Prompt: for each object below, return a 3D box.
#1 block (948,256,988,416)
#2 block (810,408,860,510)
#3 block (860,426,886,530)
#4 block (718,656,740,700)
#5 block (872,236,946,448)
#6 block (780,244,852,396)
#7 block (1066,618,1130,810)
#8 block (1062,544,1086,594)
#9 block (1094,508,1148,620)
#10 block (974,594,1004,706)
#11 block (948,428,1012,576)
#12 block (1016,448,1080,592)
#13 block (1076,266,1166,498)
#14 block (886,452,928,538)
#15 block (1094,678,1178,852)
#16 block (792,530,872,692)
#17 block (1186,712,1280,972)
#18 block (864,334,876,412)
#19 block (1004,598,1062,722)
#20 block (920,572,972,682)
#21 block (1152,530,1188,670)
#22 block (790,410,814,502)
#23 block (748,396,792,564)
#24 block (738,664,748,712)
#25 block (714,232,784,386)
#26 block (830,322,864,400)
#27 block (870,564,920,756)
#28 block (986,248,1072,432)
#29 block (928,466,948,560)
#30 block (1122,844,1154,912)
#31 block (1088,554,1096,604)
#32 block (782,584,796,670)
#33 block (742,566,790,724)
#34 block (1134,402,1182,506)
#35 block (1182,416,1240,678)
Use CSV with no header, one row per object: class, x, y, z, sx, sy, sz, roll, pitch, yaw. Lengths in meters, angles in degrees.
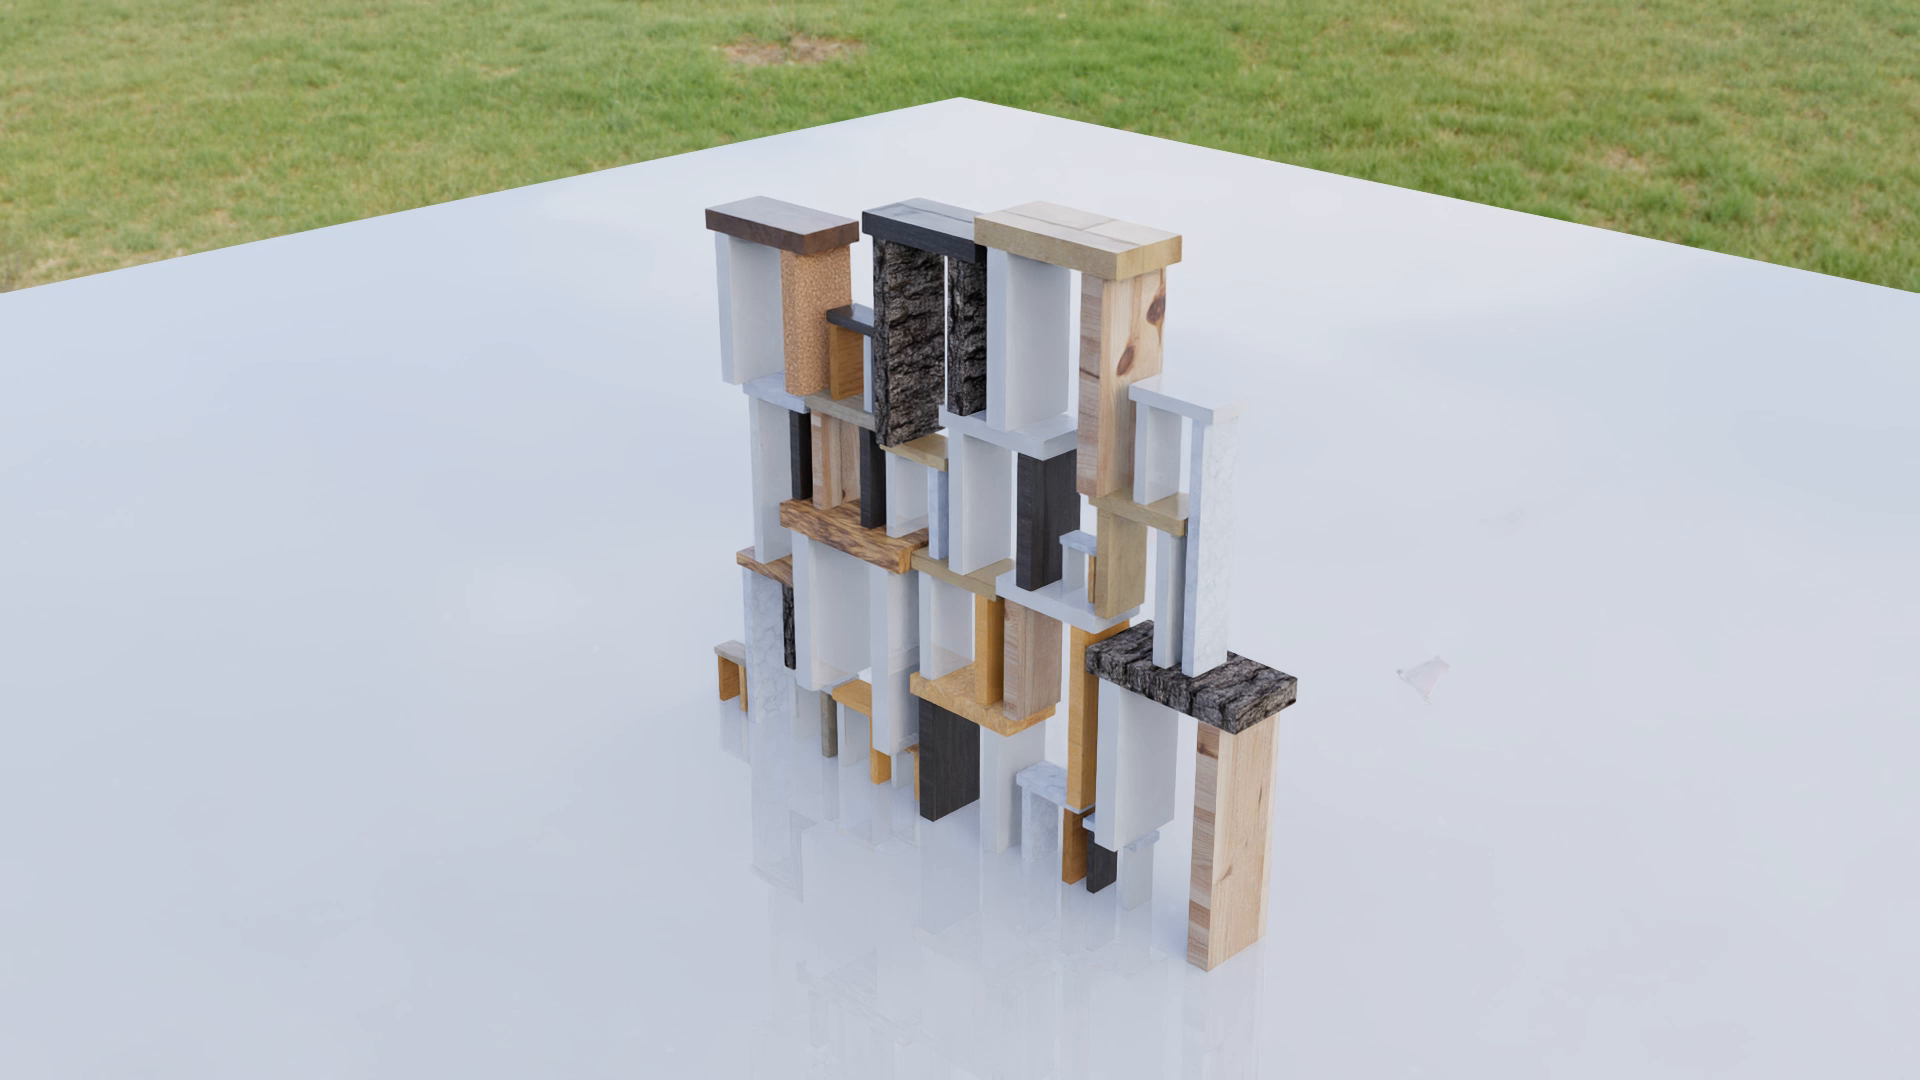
block,0.044,-0.385,4.013,0.042,0.293,0.147,22,31,40
block,-0.248,-0.174,4.426,0.105,0.210,0.030,-21,31,-40
block,-0.148,-0.135,4.335,0.030,0.210,0.105,21,31,40
block,-0.513,0.299,4.914,0.016,0.111,0.055,21,31,41
block,-0.095,-0.388,4.161,0.042,0.405,0.147,21,31,40
block,-0.281,-0.442,4.341,0.041,0.292,0.146,20,30,41
block,0.256,0.312,4.081,0.035,0.371,0.124,21,31,41
block,0.208,0.047,4.021,0.047,0.094,0.013,-21,31,-41
block,0.288,0.028,3.918,0.104,0.208,0.029,-21,31,-41
block,0.080,0.195,4.223,0.032,0.228,0.114,21,31,41
block,0.038,-0.088,4.149,0.037,0.286,0.132,21,31,41
block,0.163,-0.050,4.030,0.132,0.264,0.037,-21,31,-40
block,0.279,-0.283,3.802,0.166,0.397,0.047,-21,31,-40
block,-0.103,-0.100,4.293,0.089,0.177,0.025,-21,31,-41
block,0.326,0.385,4.031,0.170,0.340,0.048,-21,31,-40
block,-0.262,0.123,4.569,0.175,0.350,0.050,-21,31,-41
block,0.486,0.518,3.912,0.170,0.491,0.048,-21,31,-41
block,-0.150,-0.329,4.251,0.076,0.153,0.022,-20,30,-39
block,0.139,0.209,4.164,0.035,0.247,0.124,21,31,40
block,-0.027,0.153,4.322,0.114,0.228,0.032,-21,31,-41
block,0.385,0.089,3.839,0.104,0.258,0.029,-21,31,-40
block,-0.300,-0.183,4.473,0.027,0.190,0.095,21,31,41
block,-0.389,-0.136,4.592,0.027,0.370,0.095,21,31,41
block,-0.461,0.320,4.865,0.016,0.111,0.055,21,31,41
block,-0.421,-0.484,4.470,0.041,0.314,0.146,20,30,41
block,-0.219,-0.358,4.320,0.076,0.153,0.022,-21,31,-40
block,-0.098,0.216,4.429,0.175,0.411,0.050,-21,31,-41
block,0.123,-0.375,3.936,0.047,0.333,0.166,21,31,41
block,-0.020,-0.063,4.218,0.025,0.187,0.089,21,31,41
block,0.333,0.624,4.121,0.066,0.132,0.019,-21,31,-41
block,0.253,0.064,3.980,0.013,0.094,0.047,21,31,41
block,-0.329,0.170,4.662,0.096,0.193,0.027,-21,31,-40
block,-0.421,0.216,4.779,0.096,0.369,0.027,-21,31,-41
block,0.341,-0.160,3.784,0.092,0.184,0.026,-21,31,-40
block,0.427,0.007,3.761,0.092,0.471,0.026,-21,31,-40
